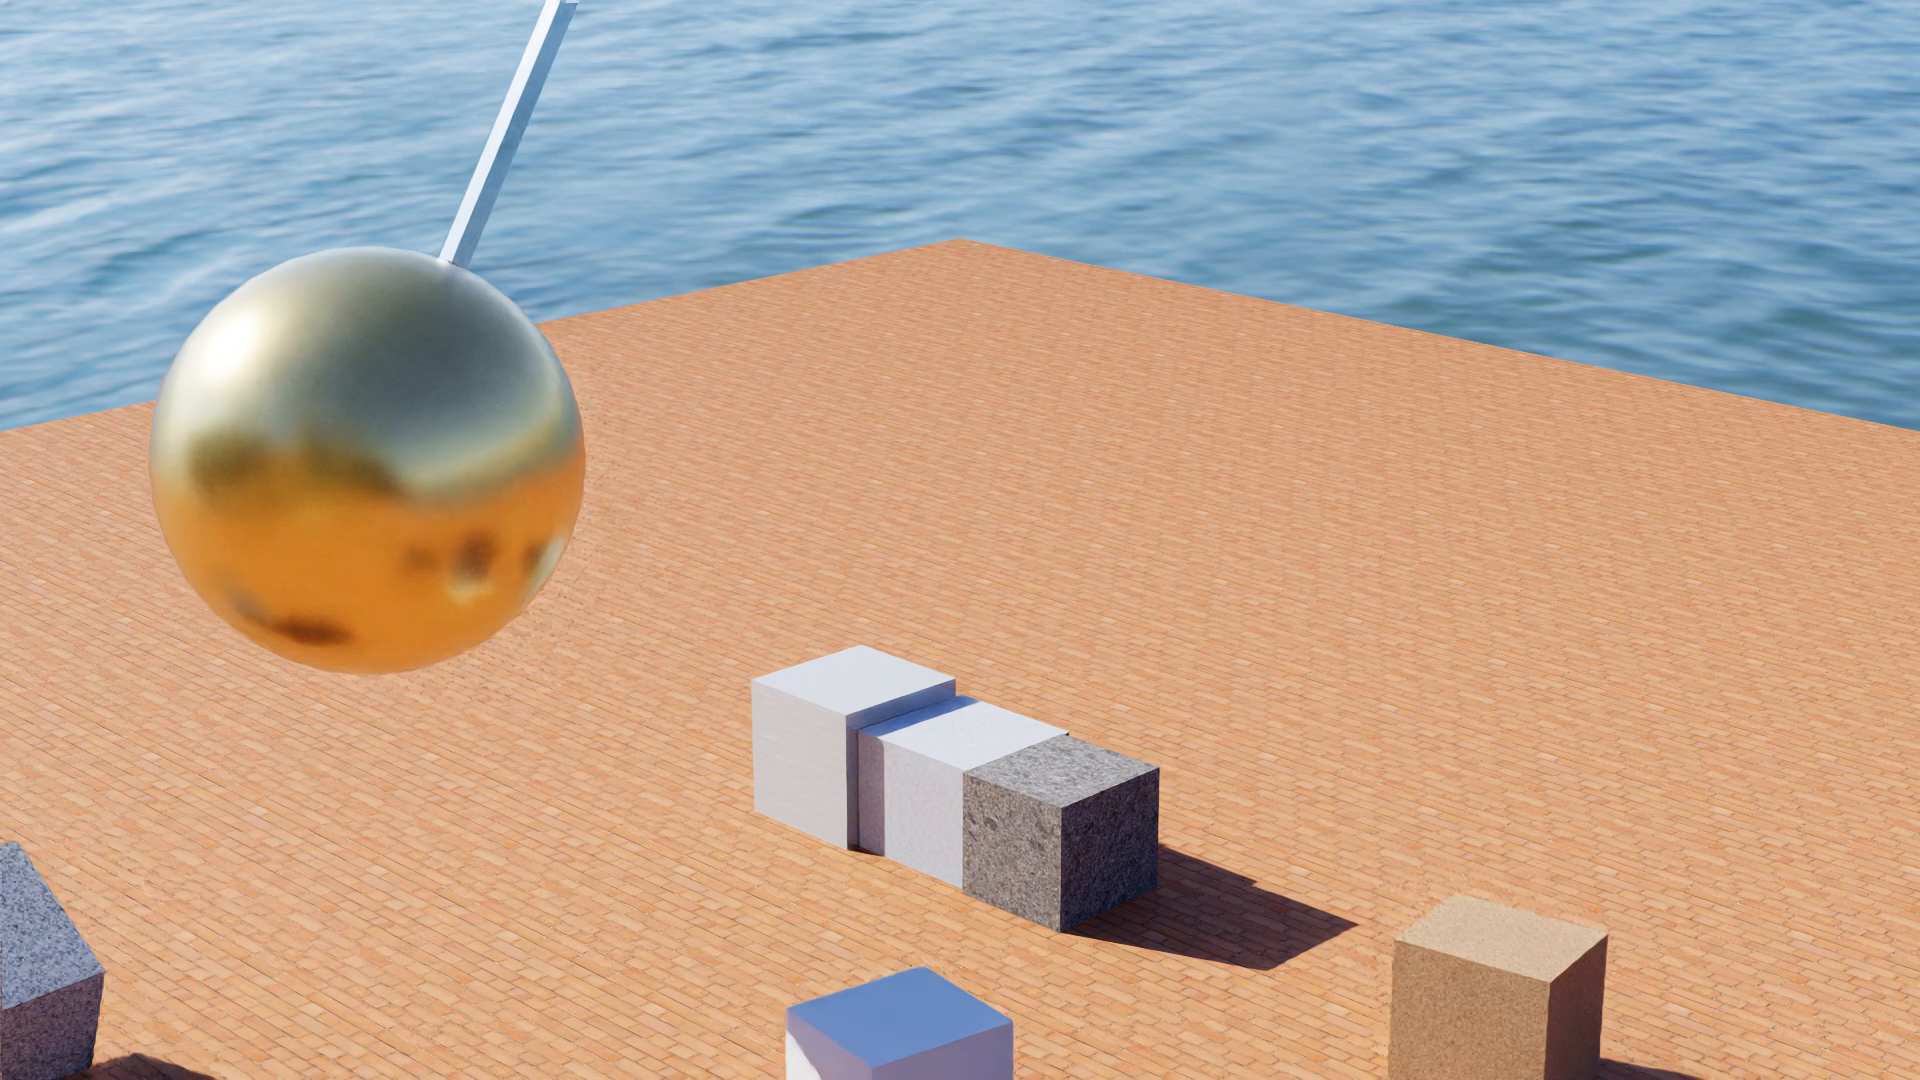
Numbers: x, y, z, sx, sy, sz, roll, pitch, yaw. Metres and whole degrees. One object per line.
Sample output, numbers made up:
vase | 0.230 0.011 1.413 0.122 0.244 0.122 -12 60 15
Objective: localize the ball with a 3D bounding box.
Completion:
ball | -2.200 -0.294 10.943 1.600 1.600 1.600 0 17 0

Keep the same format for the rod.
rod | -0.953 -3.441 11.261 0.080 5.200 0.080 17 -7 42

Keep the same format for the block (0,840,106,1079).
block | -3.815 1.716 11.352 0.660 0.603 0.731 -20 54 -38

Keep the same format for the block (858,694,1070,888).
block | 0.017 1.164 13.669 0.677 0.584 0.705 -17 24 -42

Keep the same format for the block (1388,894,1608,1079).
block | 2.107 1.831 11.507 0.655 0.605 0.532 12 21 34

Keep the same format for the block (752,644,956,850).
block | -0.507 0.984 14.086 0.710 0.675 0.668 -16 24 -42

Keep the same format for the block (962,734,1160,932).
block | 0.454 1.308 13.196 0.593 0.591 0.658 16 24 41

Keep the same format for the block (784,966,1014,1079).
block | -0.226 2.030 10.910 0.625 0.584 0.579 -12 21 -34
